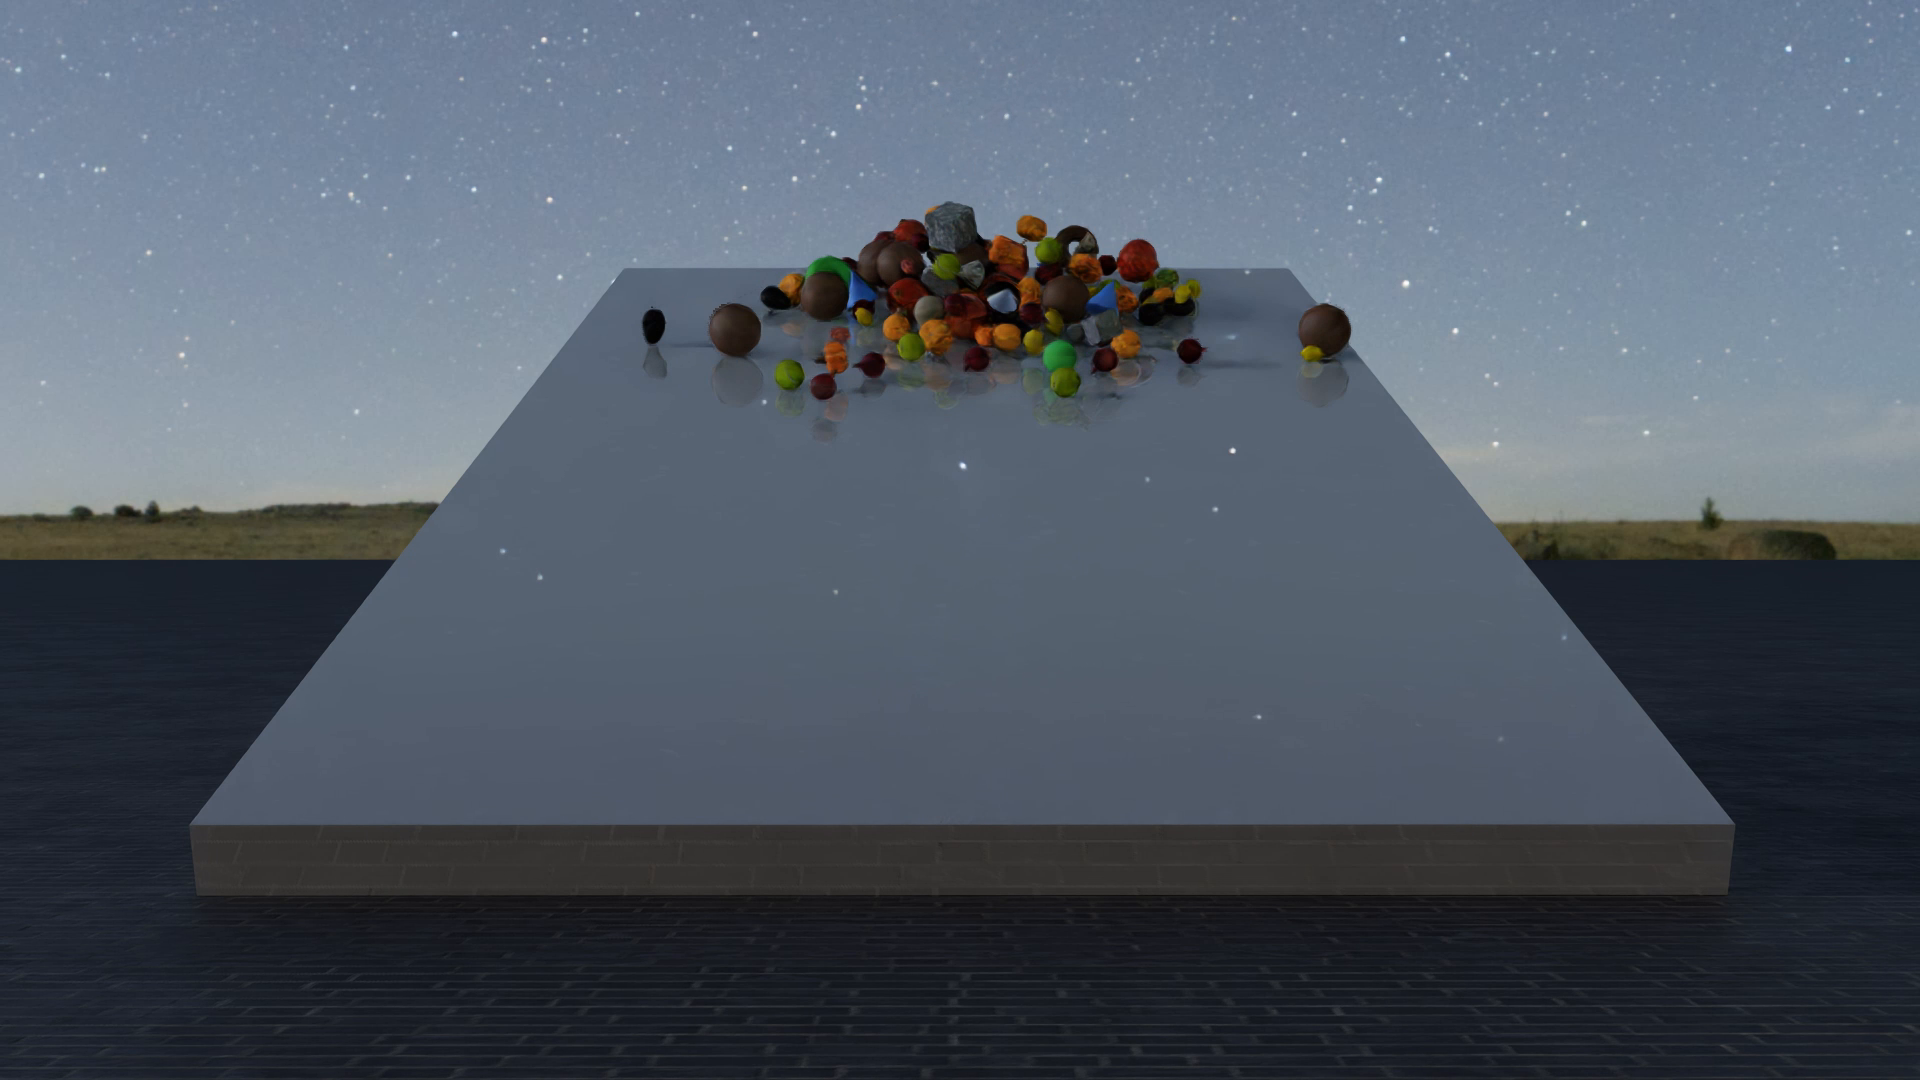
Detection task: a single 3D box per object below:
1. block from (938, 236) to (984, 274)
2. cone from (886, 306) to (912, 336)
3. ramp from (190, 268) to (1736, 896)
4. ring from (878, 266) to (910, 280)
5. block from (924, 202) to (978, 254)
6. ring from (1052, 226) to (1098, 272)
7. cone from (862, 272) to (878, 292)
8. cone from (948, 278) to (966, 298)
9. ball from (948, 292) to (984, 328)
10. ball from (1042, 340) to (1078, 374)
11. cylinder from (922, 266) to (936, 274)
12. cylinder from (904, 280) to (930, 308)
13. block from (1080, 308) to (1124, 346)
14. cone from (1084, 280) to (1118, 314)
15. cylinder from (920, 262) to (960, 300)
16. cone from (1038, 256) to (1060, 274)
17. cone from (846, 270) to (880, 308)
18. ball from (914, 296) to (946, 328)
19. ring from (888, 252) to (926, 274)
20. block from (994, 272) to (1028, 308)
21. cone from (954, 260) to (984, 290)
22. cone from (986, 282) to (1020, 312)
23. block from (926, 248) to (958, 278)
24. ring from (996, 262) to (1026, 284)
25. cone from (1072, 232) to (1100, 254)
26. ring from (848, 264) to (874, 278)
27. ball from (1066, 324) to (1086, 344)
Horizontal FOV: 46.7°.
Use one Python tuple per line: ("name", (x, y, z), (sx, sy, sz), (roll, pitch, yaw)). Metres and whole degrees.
("block", (0.004, -0.821, 6.334), (0.096, 0.096, 0.096), (-4, 27, -20))
("cone", (-0.159, -0.576, 5.797), (0.072, 0.072, 0.072), (0, 17, 0))
("ramp", (-0.003, -0.177, 4.803), (2.000, 0.100, 4.000), (0, 17, 0))
("ring", (-0.194, -0.780, 6.507), (0.092, 0.031, 0.092), (7, 3, 0))
("block", (-0.023, -0.864, 6.150), (0.096, 0.096, 0.096), (20, 44, 37))
("ring", (0.336, -0.848, 6.480), (0.134, 0.134, 0.045), (0, 4, -7))
("cone", (-0.276, -0.720, 6.334), (0.063, 0.063, 0.063), (-23, -8, 18))
("cone", (-0.006, -0.716, 6.270), (0.059, 0.059, 0.059), (0, 17, 0))
("ball", (0.013, -0.602, 5.841), (0.095, 0.095, 0.095), (0, 0, 0))
("ball", (0.240, -0.439, 5.341), (0.082, 0.082, 0.082), (0, 0, 0))
("cylinder", (-0.075, -0.761, 6.424), (0.054, 0.054, 0.054), (0, 15, -29))
("cylinder", (-0.113, -0.682, 6.127), (0.063, 0.063, 0.063), (-29, 12, -24))
("block", (0.347, -0.518, 5.416), (0.066, 0.066, 0.066), (-22, 3, -24))
("cone", (0.390, -0.645, 5.864), (0.098, 0.098, 0.098), (21, -12, 5))
("cylinder", (-0.054, -0.688, 5.951), (0.081, 0.081, 0.081), (-30, 5, 3))
("cone", (0.249, -0.798, 6.458), (0.057, 0.057, 0.057), (-2, 1, -28))
("cone", (-0.282, -0.696, 6.096), (0.096, 0.096, 0.096), (-19, 13, 5))
("ball", (-0.078, -0.590, 5.756), (0.086, 0.086, 0.086), (0, 0, 0))
("ring", (-0.156, -0.814, 6.536), (0.119, 0.040, 0.119), (12, -6, 1))
("block", (0.134, -0.688, 6.119), (0.069, 0.069, 0.069), (21, 11, -27))
("cone", (0.010, -0.714, 5.950), (0.079, 0.079, 0.079), (5, -4, -42))
("cone", (0.121, -0.635, 5.637), (0.089, 0.089, 0.089), (0, 32, 18))
("block", (-0.030, -0.816, 6.479), (0.088, 0.088, 0.088), (-35, 25, -5))
("ring", (0.143, -0.740, 6.200), (0.093, 0.031, 0.093), (31, -3, 2))
("cone", (0.316, -0.750, 5.723), (0.064, 0.064, 0.064), (-28, 1, -2))
("ring", (-0.312, -0.777, 6.501), (0.118, 0.039, 0.118), (-1, 21, 0))
("ball", (0.296, -0.526, 5.675), (0.051, 0.051, 0.051), (0, 0, 0))
